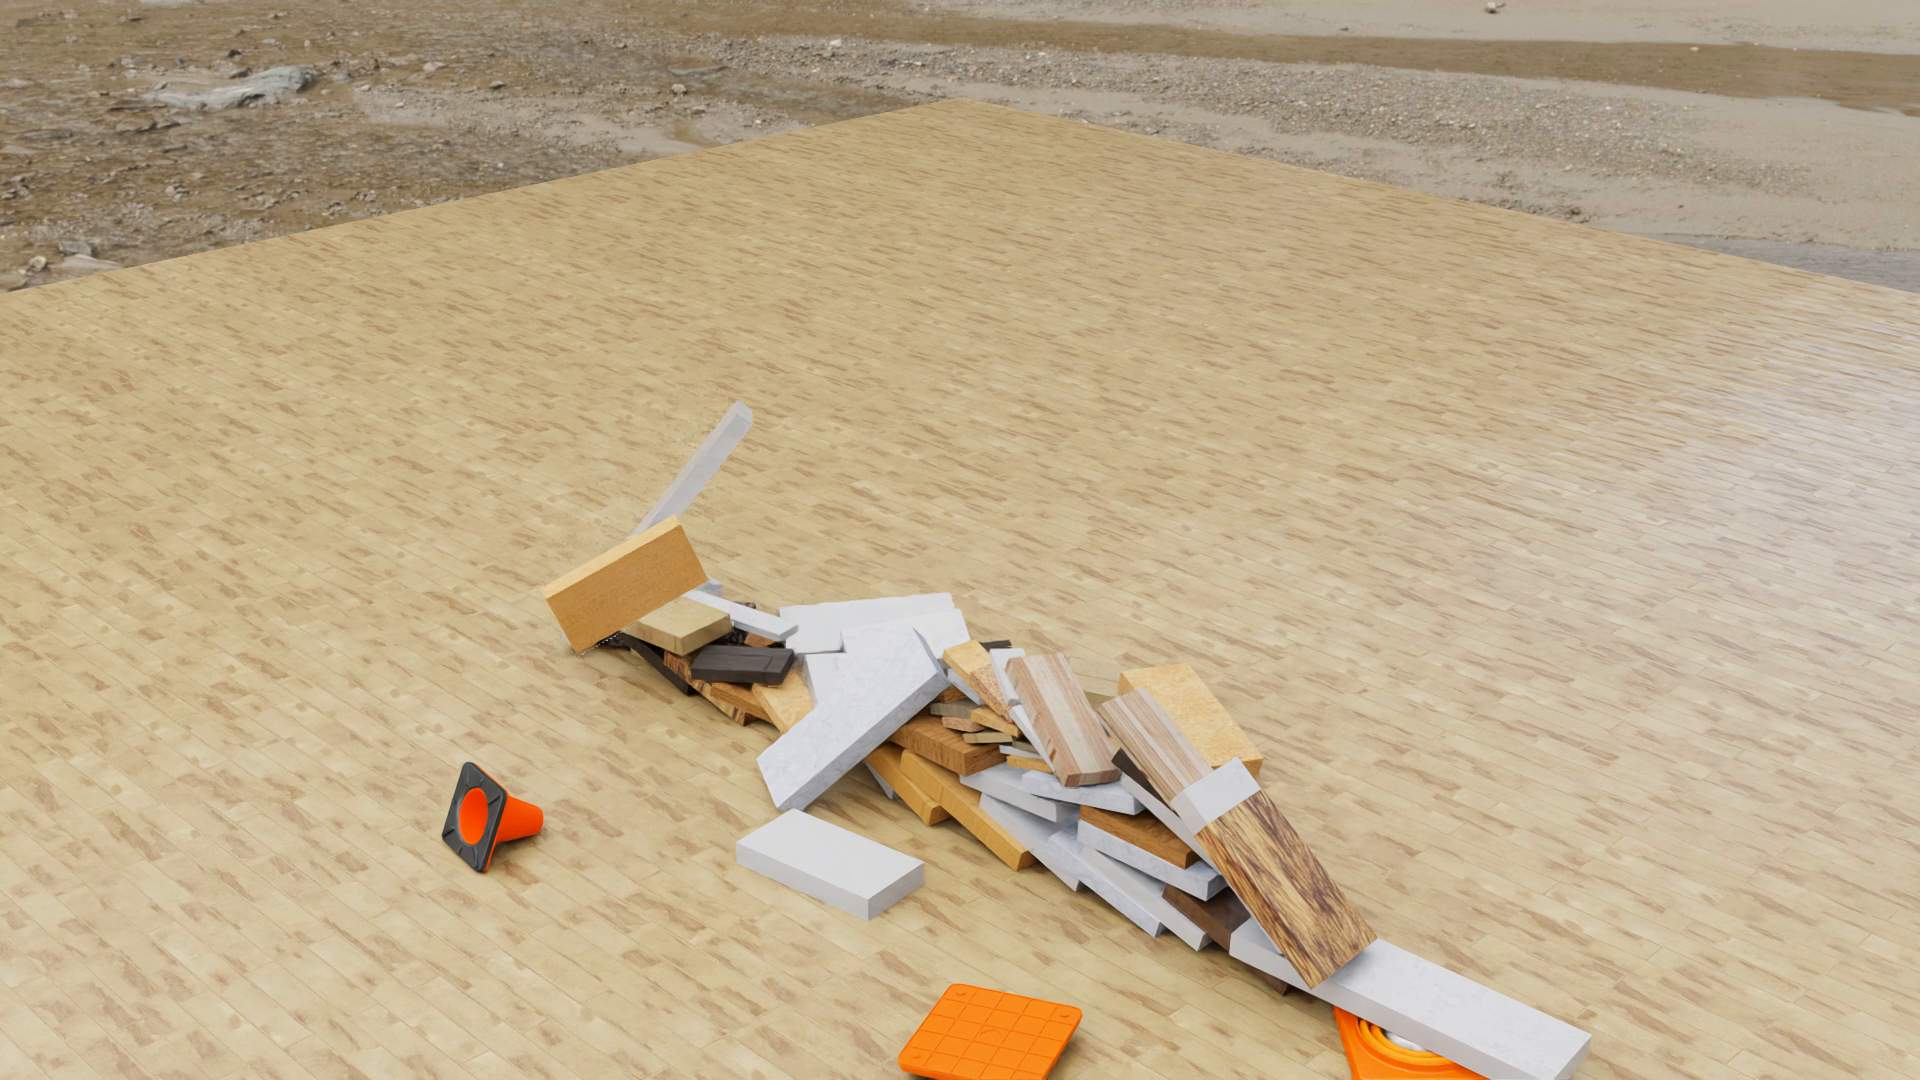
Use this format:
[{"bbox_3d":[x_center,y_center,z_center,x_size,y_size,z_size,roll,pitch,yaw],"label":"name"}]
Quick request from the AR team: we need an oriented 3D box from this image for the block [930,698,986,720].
[{"bbox_3d":[0.017,0.330,4.381,0.087,0.025,0.174,-12,5,-27],"label":"block"}]

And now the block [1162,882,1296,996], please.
[{"bbox_3d":[0.523,0.691,3.976,0.145,0.041,0.291,-21,47,-42],"label":"block"}]

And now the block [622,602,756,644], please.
[{"bbox_3d":[-0.618,0.181,5.025,0.278,0.039,0.139,4,24,7],"label":"block"}]

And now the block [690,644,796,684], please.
[{"bbox_3d":[-0.475,0.272,4.815,0.205,0.029,0.103,2,28,14],"label":"block"}]

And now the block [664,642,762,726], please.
[{"bbox_3d":[-0.519,0.307,4.909,0.278,0.039,0.139,34,38,33],"label":"block"}]

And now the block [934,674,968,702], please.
[{"bbox_3d":[-0.032,0.302,4.487,0.087,0.025,0.174,-12,7,-26],"label":"block"}]

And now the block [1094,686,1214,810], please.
[{"bbox_3d":[0.358,0.375,3.971,0.115,0.033,0.229,-17,58,-41],"label":"block"}]

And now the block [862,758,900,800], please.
[{"bbox_3d":[-0.143,0.424,4.615,0.141,0.040,0.283,-12,41,-27],"label":"block"}]

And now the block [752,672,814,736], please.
[{"bbox_3d":[-0.356,0.372,4.753,0.103,0.029,0.205,-11,44,-33],"label":"block"}]

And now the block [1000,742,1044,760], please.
[{"bbox_3d":[0.137,0.398,4.227,0.058,0.016,0.116,-22,18,-41],"label":"block"}]

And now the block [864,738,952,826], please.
[{"bbox_3d":[-0.094,0.436,4.533,0.174,0.049,0.348,-17,44,-34],"label":"block"}]

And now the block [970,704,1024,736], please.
[{"bbox_3d":[0.091,0.344,4.232,0.068,0.019,0.136,-18,21,-37],"label":"block"}]

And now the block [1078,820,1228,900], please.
[{"bbox_3d":[0.377,0.563,4.060,0.291,0.041,0.145,21,31,35],"label":"block"}]

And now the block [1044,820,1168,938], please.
[{"bbox_3d":[0.308,0.626,4.142,0.275,0.039,0.137,35,39,29],"label":"block"}]

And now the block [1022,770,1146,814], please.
[{"bbox_3d":[0.256,0.455,4.113,0.262,0.035,0.122,6,21,42],"label":"block"}]

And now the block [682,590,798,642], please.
[{"bbox_3d":[-0.510,0.170,4.980,0.316,0.019,0.068,16,28,31],"label":"block"}]

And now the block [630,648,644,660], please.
[{"bbox_3d":[-0.701,0.265,5.113,0.127,0.018,0.063,21,31,40],"label":"block"}]

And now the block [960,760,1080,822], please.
[{"bbox_3d":[0.141,0.469,4.271,0.137,0.039,0.274,-19,24,-38],"label":"block"}]

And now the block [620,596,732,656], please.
[{"bbox_3d":[-0.682,0.170,4.947,0.310,0.044,0.155,18,30,34],"label":"block"}]

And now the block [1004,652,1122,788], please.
[{"bbox_3d":[0.194,0.335,4.137,0.115,0.033,0.310,-4,42,-23],"label":"block"}]

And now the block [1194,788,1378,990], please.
[{"bbox_3d":[0.561,0.597,3.783,0.161,0.046,0.322,-24,71,-43],"label":"block"}]

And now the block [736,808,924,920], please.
[{"bbox_3d":[-0.251,0.622,4.235,0.334,0.047,0.167,17,28,34],"label":"block"}]

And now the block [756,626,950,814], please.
[{"bbox_3d":[-0.220,0.370,4.462,0.426,0.047,0.167,-40,37,6],"label":"block"}]

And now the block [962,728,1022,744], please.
[{"bbox_3d":[0.077,0.373,4.266,0.068,0.019,0.136,-21,9,-42],"label":"block"}]

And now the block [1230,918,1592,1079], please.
[{"bbox_3d":[0.758,0.772,3.745,0.601,0.046,0.161,21,32,33],"label":"block"}]

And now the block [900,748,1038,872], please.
[{"bbox_3d":[0.060,0.508,4.384,0.174,0.049,0.348,-20,46,-39],"label":"block"}]

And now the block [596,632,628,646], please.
[{"bbox_3d":[-0.793,0.229,5.170,0.127,0.018,0.063,2,19,26],"label":"block"}]

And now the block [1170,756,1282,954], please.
[{"bbox_3d":[0.524,0.551,3.865,0.161,0.046,0.322,-24,73,-43],"label":"block"}]

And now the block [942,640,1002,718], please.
[{"bbox_3d":[0.054,0.268,4.290,0.077,0.022,0.197,-17,44,-33],"label":"block"}]

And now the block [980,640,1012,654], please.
[{"bbox_3d":[0.081,0.266,5.013,0.081,0.023,0.161,-6,15,-2],"label":"block"}]

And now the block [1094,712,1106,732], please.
[{"bbox_3d":[0.150,0.379,4.809,0.160,0.045,0.320,-20,30,-39],"label":"block"}]

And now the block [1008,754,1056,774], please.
[{"bbox_3d":[0.180,0.422,4.167,0.058,0.016,0.200,-22,17,-40],"label":"block"}]

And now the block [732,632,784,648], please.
[{"bbox_3d":[-0.501,0.231,5.186,0.167,0.024,0.084,18,29,36],"label":"block"}]

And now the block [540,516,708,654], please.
[{"bbox_3d":[-0.686,0.091,4.507,0.310,0.155,0.044,-30,38,-10],"label":"block"}]

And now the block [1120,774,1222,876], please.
[{"bbox_3d":[0.420,0.487,3.994,0.244,0.035,0.122,42,41,14],"label":"block"}]

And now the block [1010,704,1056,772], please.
[{"bbox_3d":[0.164,0.366,4.131,0.068,0.019,0.159,-14,47,-31],"label":"block"}]

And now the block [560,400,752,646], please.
[{"bbox_3d":[-0.707,-0.038,5.131,0.044,0.673,0.155,37,9,-14],"label":"block"}]

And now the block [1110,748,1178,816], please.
[{"bbox_3d":[0.395,0.435,3.981,0.229,0.033,0.115,39,41,11],"label":"block"}]

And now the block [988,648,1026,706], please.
[{"bbox_3d":[0.106,0.264,4.236,0.068,0.019,0.137,0,41,-19],"label":"block"}]

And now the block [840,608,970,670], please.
[{"bbox_3d":[-0.120,0.244,5.034,0.283,0.040,0.141,-10,45,-9],"label":"block"}]

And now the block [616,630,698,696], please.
[{"bbox_3d":[-0.651,0.248,5.039,0.139,0.039,0.278,-20,43,-39],"label":"block"}]

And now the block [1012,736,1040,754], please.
[{"bbox_3d":[0.158,0.388,4.182,0.058,0.016,0.116,-20,16,-34],"label":"block"}]

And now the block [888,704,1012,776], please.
[{"bbox_3d":[-0.028,0.378,4.439,0.174,0.049,0.348,-17,23,-34],"label":"block"}]

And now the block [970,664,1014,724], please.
[{"bbox_3d":[0.086,0.292,4.226,0.068,0.019,0.137,-18,49,-34],"label":"block"}]

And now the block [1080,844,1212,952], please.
[{"bbox_3d":[0.381,0.633,4.085,0.291,0.041,0.145,36,39,30],"label":"block"}]

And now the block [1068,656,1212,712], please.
[{"bbox_3d":[0.391,0.340,4.826,0.320,0.045,0.160,12,23,0],"label":"block"}]

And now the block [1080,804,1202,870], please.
[{"bbox_3d":[0.354,0.522,4.056,0.244,0.035,0.122,22,31,36],"label":"block"}]

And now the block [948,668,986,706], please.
[{"bbox_3d":[0.047,0.287,4.363,0.087,0.025,0.174,-5,14,-20],"label":"block"}]

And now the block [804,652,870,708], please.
[{"bbox_3d":[-0.244,0.355,4.753,0.141,0.040,0.283,-1,39,-16],"label":"block"}]

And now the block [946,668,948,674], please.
[{"bbox_3d":[0.057,0.291,5.045,0.161,0.023,0.081,-13,26,-27],"label":"block"}]

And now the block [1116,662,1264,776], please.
[{"bbox_3d":[0.486,0.388,4.672,0.167,0.047,0.334,-6,36,-25],"label":"block"}]

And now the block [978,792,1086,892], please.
[{"bbox_3d":[0.181,0.560,4.268,0.137,0.039,0.275,-20,46,-39],"label":"block"}]

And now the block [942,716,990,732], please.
[{"bbox_3d":[0.023,0.356,4.332,0.068,0.019,0.136,-13,5,-23],"label":"block"}]

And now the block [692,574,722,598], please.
[{"bbox_3d":[-0.598,0.167,5.146,0.024,0.167,0.084,-8,25,-42],"label":"block"}]

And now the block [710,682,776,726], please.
[{"bbox_3d":[-0.432,0.343,4.811,0.205,0.029,0.103,23,36,10],"label":"block"}]

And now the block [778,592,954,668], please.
[{"bbox_3d":[-0.211,0.210,5.144,0.409,0.045,0.160,-5,42,-11],"label":"block"}]
